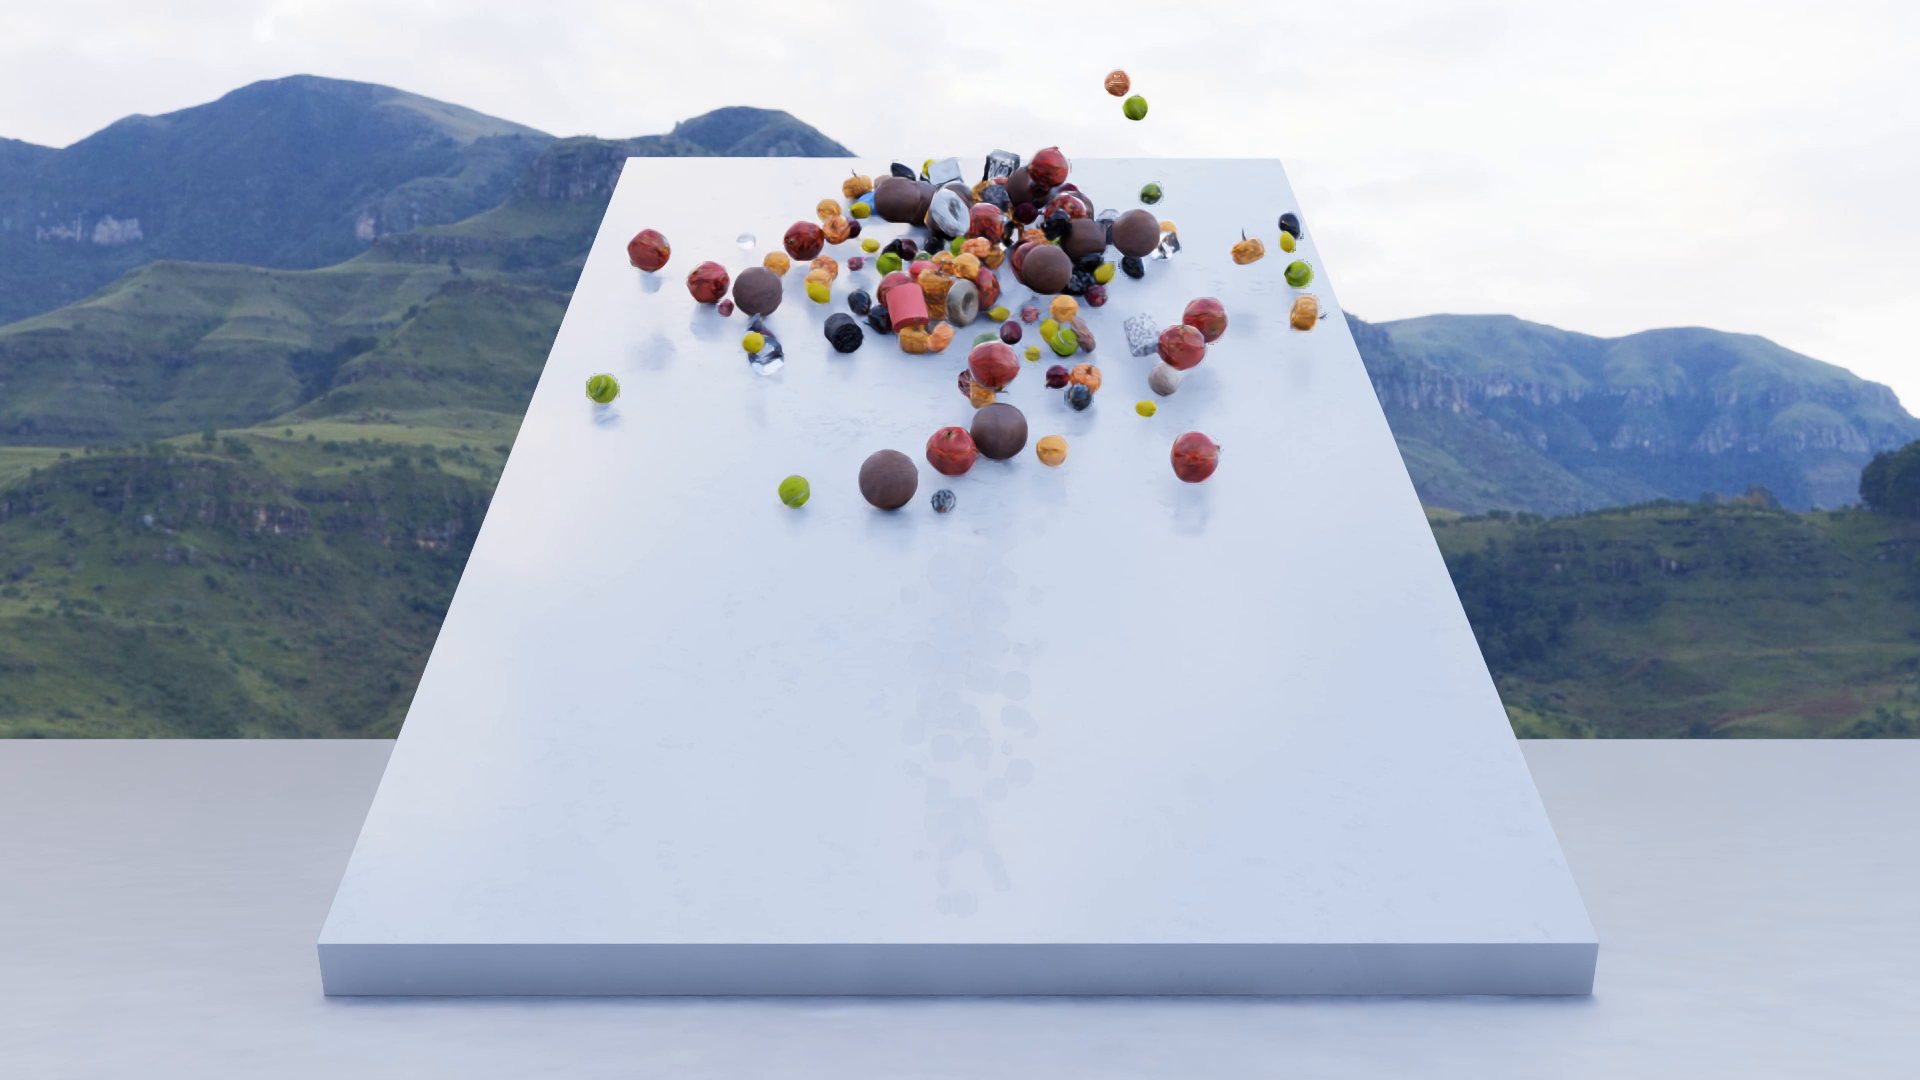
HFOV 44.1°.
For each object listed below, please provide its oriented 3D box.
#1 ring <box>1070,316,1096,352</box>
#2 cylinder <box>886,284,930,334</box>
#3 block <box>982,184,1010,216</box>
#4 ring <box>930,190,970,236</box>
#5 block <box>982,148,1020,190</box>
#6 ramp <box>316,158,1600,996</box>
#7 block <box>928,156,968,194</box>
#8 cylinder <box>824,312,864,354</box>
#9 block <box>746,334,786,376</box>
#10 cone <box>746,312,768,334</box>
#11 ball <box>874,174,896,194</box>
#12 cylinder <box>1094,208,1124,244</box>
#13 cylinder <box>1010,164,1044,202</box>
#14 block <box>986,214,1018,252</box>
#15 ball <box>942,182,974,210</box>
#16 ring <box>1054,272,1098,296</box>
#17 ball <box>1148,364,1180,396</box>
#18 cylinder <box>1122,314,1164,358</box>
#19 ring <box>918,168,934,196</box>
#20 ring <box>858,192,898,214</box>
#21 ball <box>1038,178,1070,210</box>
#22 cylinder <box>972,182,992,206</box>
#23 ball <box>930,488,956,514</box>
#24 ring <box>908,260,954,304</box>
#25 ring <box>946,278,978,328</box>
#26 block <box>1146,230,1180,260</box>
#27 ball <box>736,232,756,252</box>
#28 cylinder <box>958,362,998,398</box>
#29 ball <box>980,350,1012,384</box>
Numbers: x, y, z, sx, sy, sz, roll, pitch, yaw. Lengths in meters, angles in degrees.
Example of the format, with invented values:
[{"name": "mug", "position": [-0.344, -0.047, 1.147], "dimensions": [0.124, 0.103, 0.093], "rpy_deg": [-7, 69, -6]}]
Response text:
[{"name": "ring", "position": [0.302, -0.508, 5.850], "dimensions": [0.032, 0.097, 0.097], "rpy_deg": [-30, -1, -7]}, {"name": "cylinder", "position": [-0.131, -0.576, 5.900], "dimensions": [0.093, 0.093, 0.093], "rpy_deg": [-11, -20, -4]}, {"name": "block", "position": [0.098, -0.932, 6.485], "dimensions": [0.058, 0.058, 0.058], "rpy_deg": [-11, -26, -9]}, {"name": "ring", "position": [-0.024, -0.847, 6.143], "dimensions": [0.044, 0.131, 0.131], "rpy_deg": [-25, -19, 36]}, {"name": "block", "position": [0.123, -1.100, 7.014], "dimensions": [0.082, 0.082, 0.082], "rpy_deg": [17, 31, 13]}, {"name": "ramp", "position": [-0.010, -0.227, 5.500], "dimensions": [2.000, 0.100, 4.000], "rpy_deg": [0, 27, 0]}, {"name": "block", "position": [-0.032, -1.033, 6.829], "dimensions": [0.090, 0.090, 0.090], "rpy_deg": [-17, -41, 8]}, {"name": "cylinder", "position": [-0.290, -0.513, 5.865], "dimensions": [0.080, 0.080, 0.080], "rpy_deg": [2, 24, -22]}, {"name": "block", "position": [-0.470, -0.448, 5.728], "dimensions": [0.061, 0.061, 0.061], "rpy_deg": [-37, 52, -25]}, {"name": "cone", "position": [-0.493, -0.525, 5.862], "dimensions": [0.055, 0.055, 0.055], "rpy_deg": [37, -18, -17]}, {"name": "ball", "position": [-0.220, -1.032, 6.910], "dimensions": [0.067, 0.067, 0.067], "rpy_deg": [0, -5, 0]}, {"name": "cylinder", "position": [0.416, -0.871, 6.583], "dimensions": [0.077, 0.077, 0.077], "rpy_deg": [-1, 27, 7]}, {"name": "cylinder", "position": [0.197, -1.042, 6.911], "dimensions": [0.086, 0.086, 0.086], "rpy_deg": [-1, 26, 12]}, {"name": "block", "position": [0.114, -0.832, 6.414], "dimensions": [0.060, 0.060, 0.060], "rpy_deg": [-21, -42, 36]}, {"name": "ball", "position": [-0.012, -0.939, 6.513], "dimensions": [0.096, 0.096, 0.096], "rpy_deg": [0, -5, 0]}, {"name": "ring", "position": [0.305, -0.675, 6.235], "dimensions": [0.116, 0.039, 0.116], "rpy_deg": [0, 26, 0]}, {"name": "ball", "position": [0.484, -0.380, 5.609], "dimensions": [0.078, 0.078, 0.078], "rpy_deg": [0, -5, 0]}, {"name": "cylinder", "position": [0.448, -0.501, 5.798], "dimensions": [0.082, 0.082, 0.082], "rpy_deg": [-15, -16, -4]}, {"name": "ring", "position": [-0.063, -1.056, 6.966], "dimensions": [0.116, 0.116, 0.039], "rpy_deg": [1, -43, -8]}, {"name": "ring", "position": [-0.236, -0.969, 6.815], "dimensions": [0.116, 0.039, 0.116], "rpy_deg": [0, 31, 0]}, {"name": "ball", "position": [0.269, -0.992, 6.797], "dimensions": [0.091, 0.091, 0.091], "rpy_deg": [0, -5, 0]}, {"name": "cylinder", "position": [0.077, -0.994, 6.836], "dimensions": [0.065, 0.065, 0.065], "rpy_deg": [14, 1, 23]}, {"name": "ball", "position": [-0.035, -0.083, 5.042], "dimensions": [0.054, 0.054, 0.054], "rpy_deg": [0, -5, 0]}, {"name": "ring", "position": [-0.072, -0.664, 6.101], "dimensions": [0.143, 0.048, 0.143], "rpy_deg": [34, -19, 13]}, {"name": "ring", "position": [0.006, -0.591, 5.923], "dimensions": [0.041, 0.123, 0.123], "rpy_deg": [9, 0, 30]}, {"name": "block", "position": [0.553, -0.801, 6.424], "dimensions": [0.056, 0.056, 0.056], "rpy_deg": [-40, 27, -29]}, {"name": "ball", "position": [-0.586, -0.820, 6.502], "dimensions": [0.053, 0.053, 0.053], "rpy_deg": [0, -5, 0]}, {"name": "cylinder", "position": [0.043, -0.380, 5.614], "dimensions": [0.070, 0.070, 0.070], "rpy_deg": [-4, 20, 38]}, {"name": "ball", "position": [0.084, -0.413, 5.668], "dimensions": [0.081, 0.081, 0.081], "rpy_deg": [0, -5, 0]}]
